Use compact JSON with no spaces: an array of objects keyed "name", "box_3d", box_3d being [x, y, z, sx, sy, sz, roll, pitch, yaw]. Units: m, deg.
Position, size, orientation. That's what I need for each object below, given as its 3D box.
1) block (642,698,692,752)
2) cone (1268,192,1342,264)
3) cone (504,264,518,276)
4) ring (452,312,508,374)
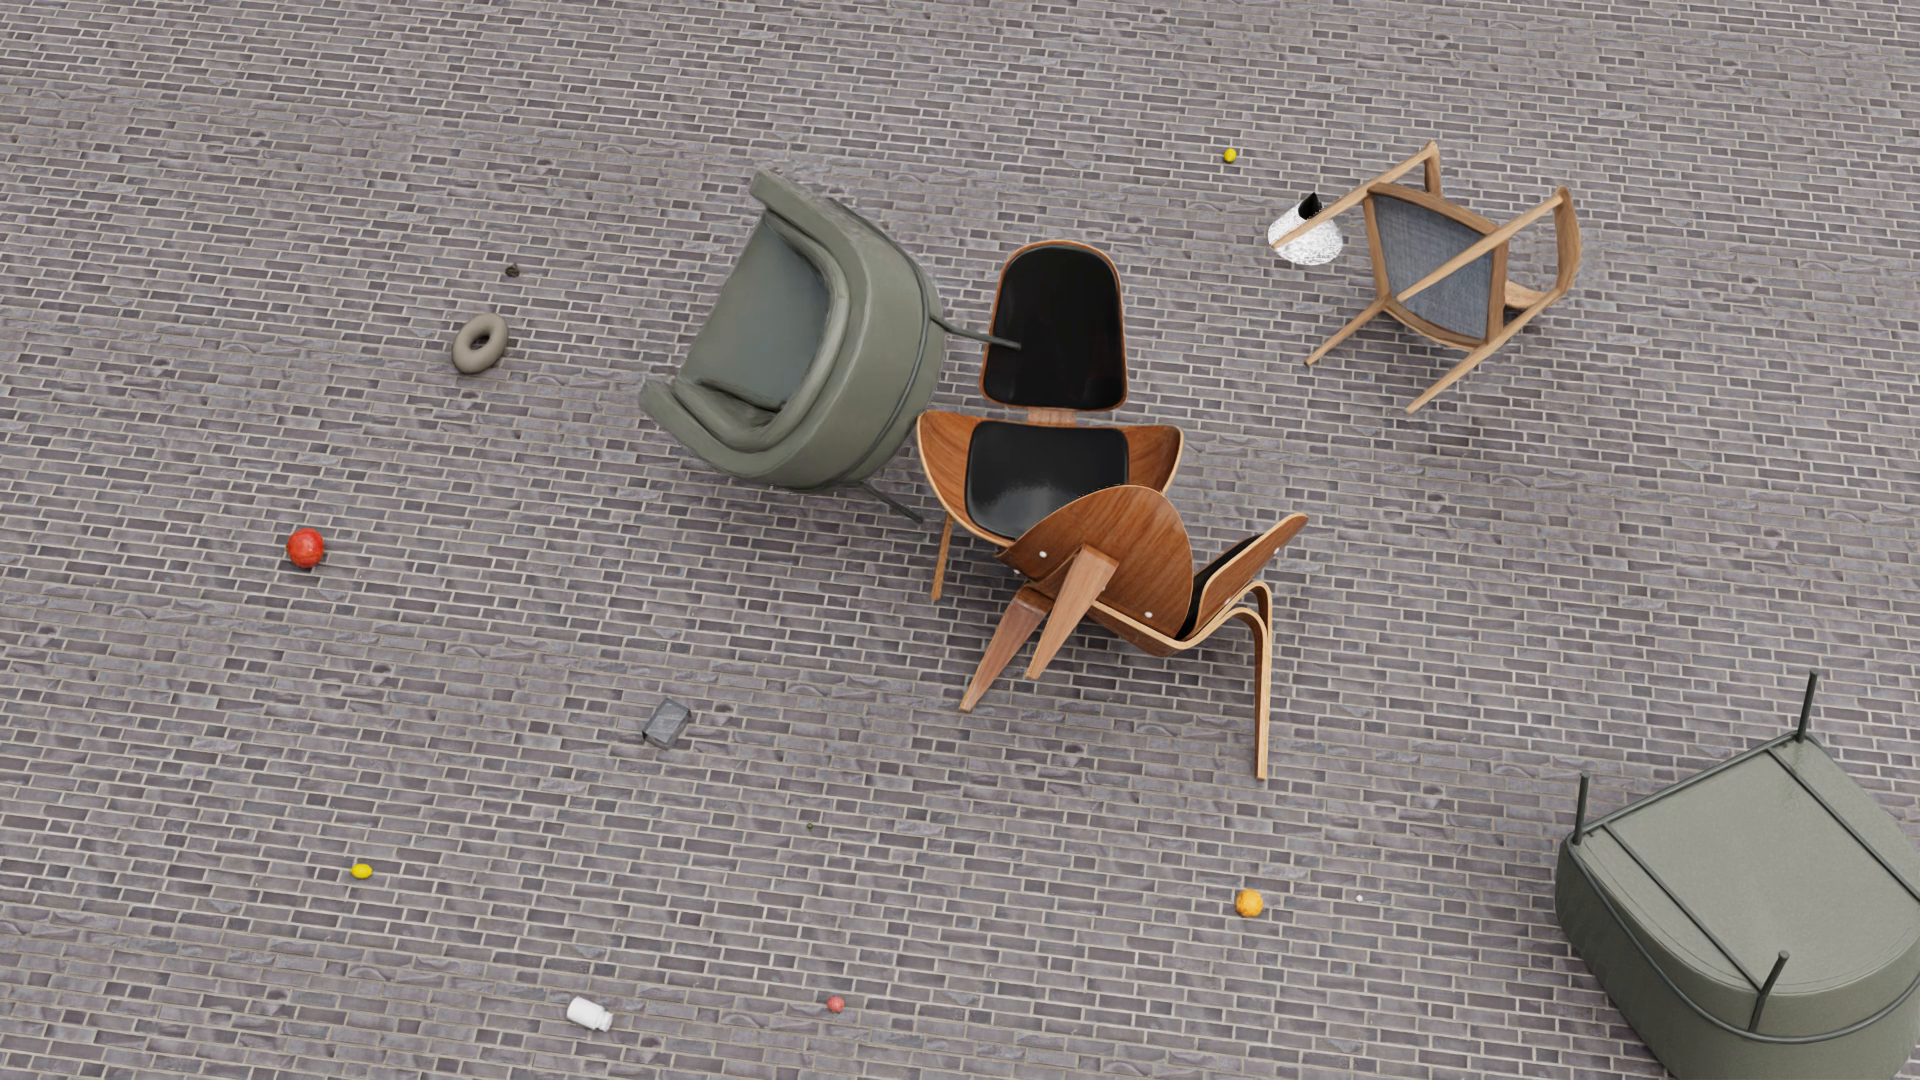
[{"name":"block","box_3d":[-0.825,0.519,6.192,0.081,0.055,0.125,24,60,16]},{"name":"cone","box_3d":[1.137,-1.056,7.148,0.248,0.223,0.230,20,58,13]},{"name":"cone","box_3d":[-1.450,-0.889,7.160,0.050,0.036,0.065,31,24,-1]},{"name":"ring","box_3d":[-1.516,-0.622,6.946,0.155,0.077,0.235,21,60,12]}]
